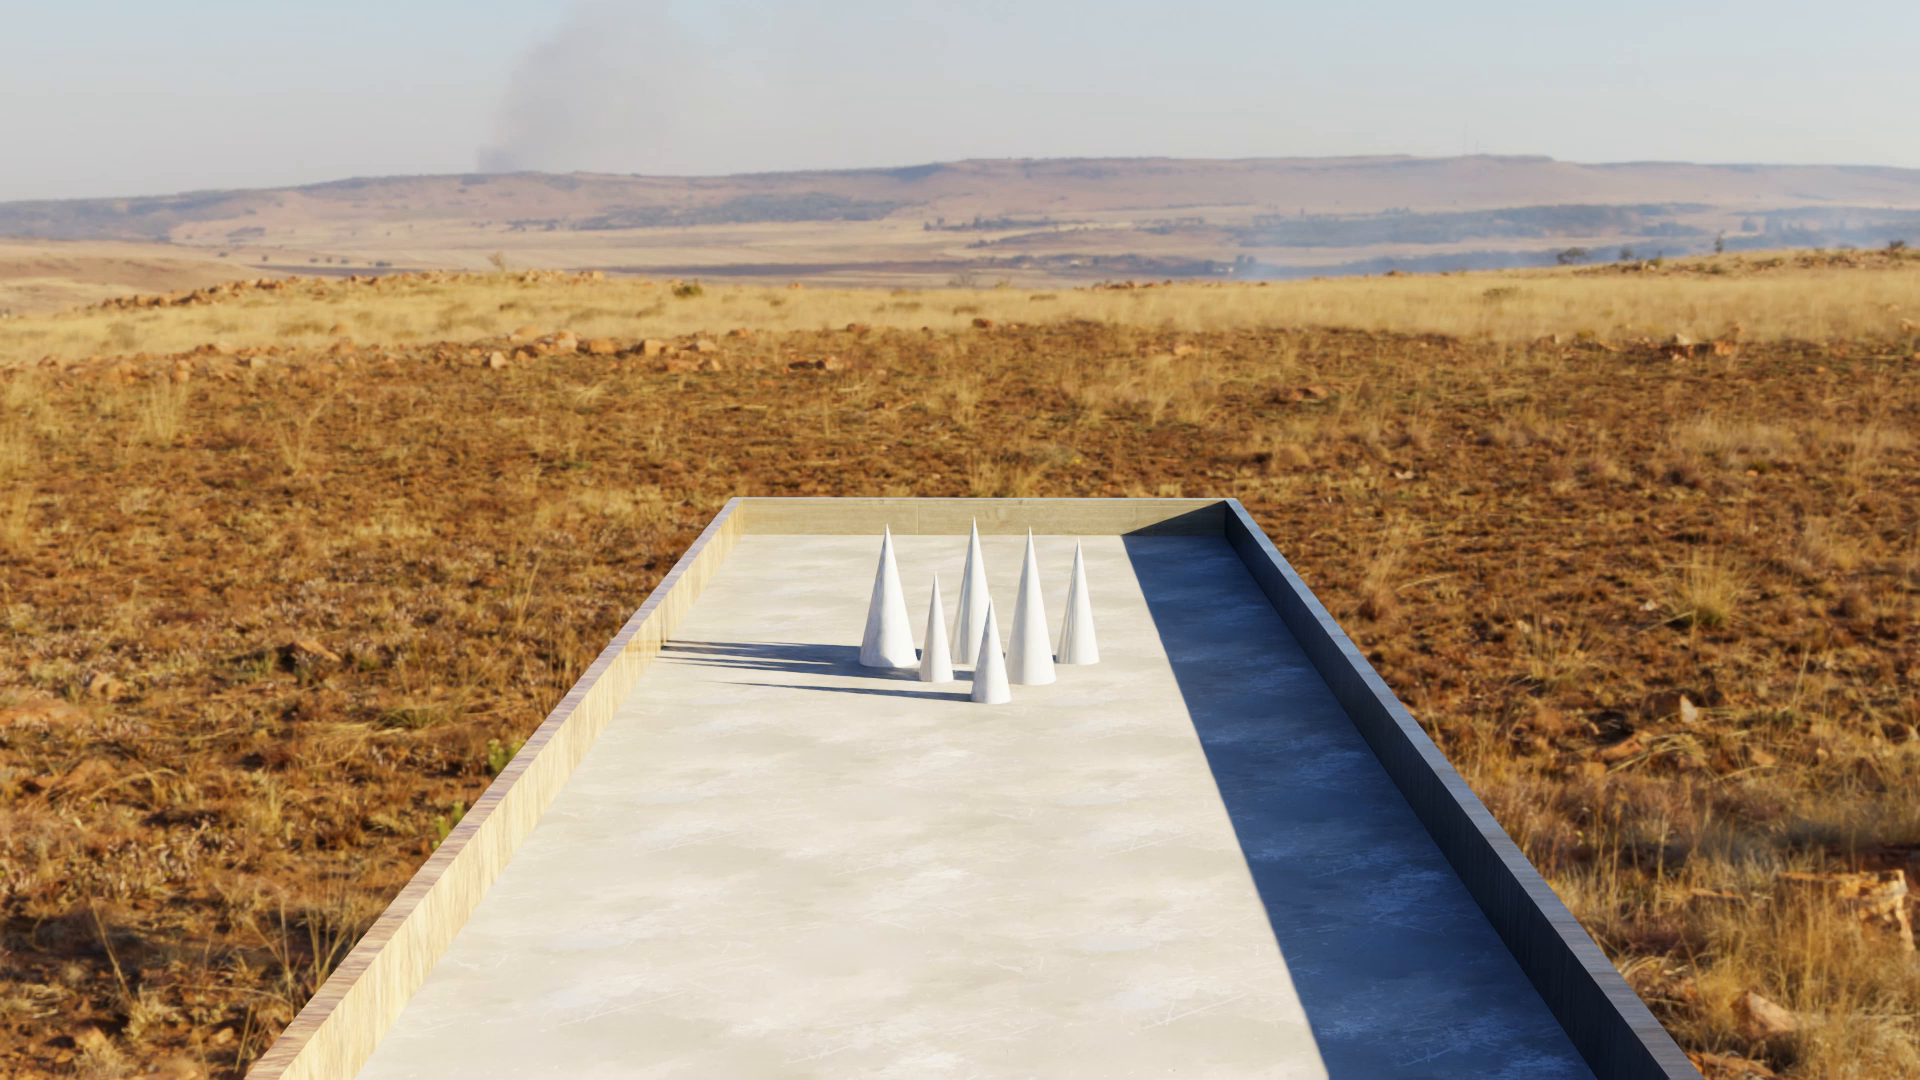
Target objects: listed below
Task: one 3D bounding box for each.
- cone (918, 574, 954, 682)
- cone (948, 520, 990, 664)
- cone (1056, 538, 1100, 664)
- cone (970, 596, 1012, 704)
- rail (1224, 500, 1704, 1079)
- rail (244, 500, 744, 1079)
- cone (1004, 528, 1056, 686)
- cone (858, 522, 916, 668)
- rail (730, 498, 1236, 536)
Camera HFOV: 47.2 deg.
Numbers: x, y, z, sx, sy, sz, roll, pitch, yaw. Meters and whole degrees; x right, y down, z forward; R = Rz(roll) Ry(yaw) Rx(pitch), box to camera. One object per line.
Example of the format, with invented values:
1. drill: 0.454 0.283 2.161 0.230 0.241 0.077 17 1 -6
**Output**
1. cone: -0.071 0.247 6.417 0.106 0.324 0.106 0 9 0
2. cone: 0.042 0.144 6.681 0.164 0.444 0.164 0 9 0
3. cone: 0.358 0.176 6.670 0.133 0.384 0.133 0 9 0
4. cone: 0.086 0.299 6.162 0.117 0.300 0.117 0 9 0
5. rail: 1.046 0.843 3.208 0.050 0.150 12.000 0 9 1
6. rail: -1.004 0.839 3.234 0.050 0.150 12.000 0 9 1
7. cone: 0.202 0.182 6.401 0.159 0.457 0.159 0 9 0
8. cone: -0.220 0.158 6.652 0.179 0.425 0.179 0 9 0
9. rail: 0.099 -0.098 9.147 2.100 0.150 0.050 0 9 1
